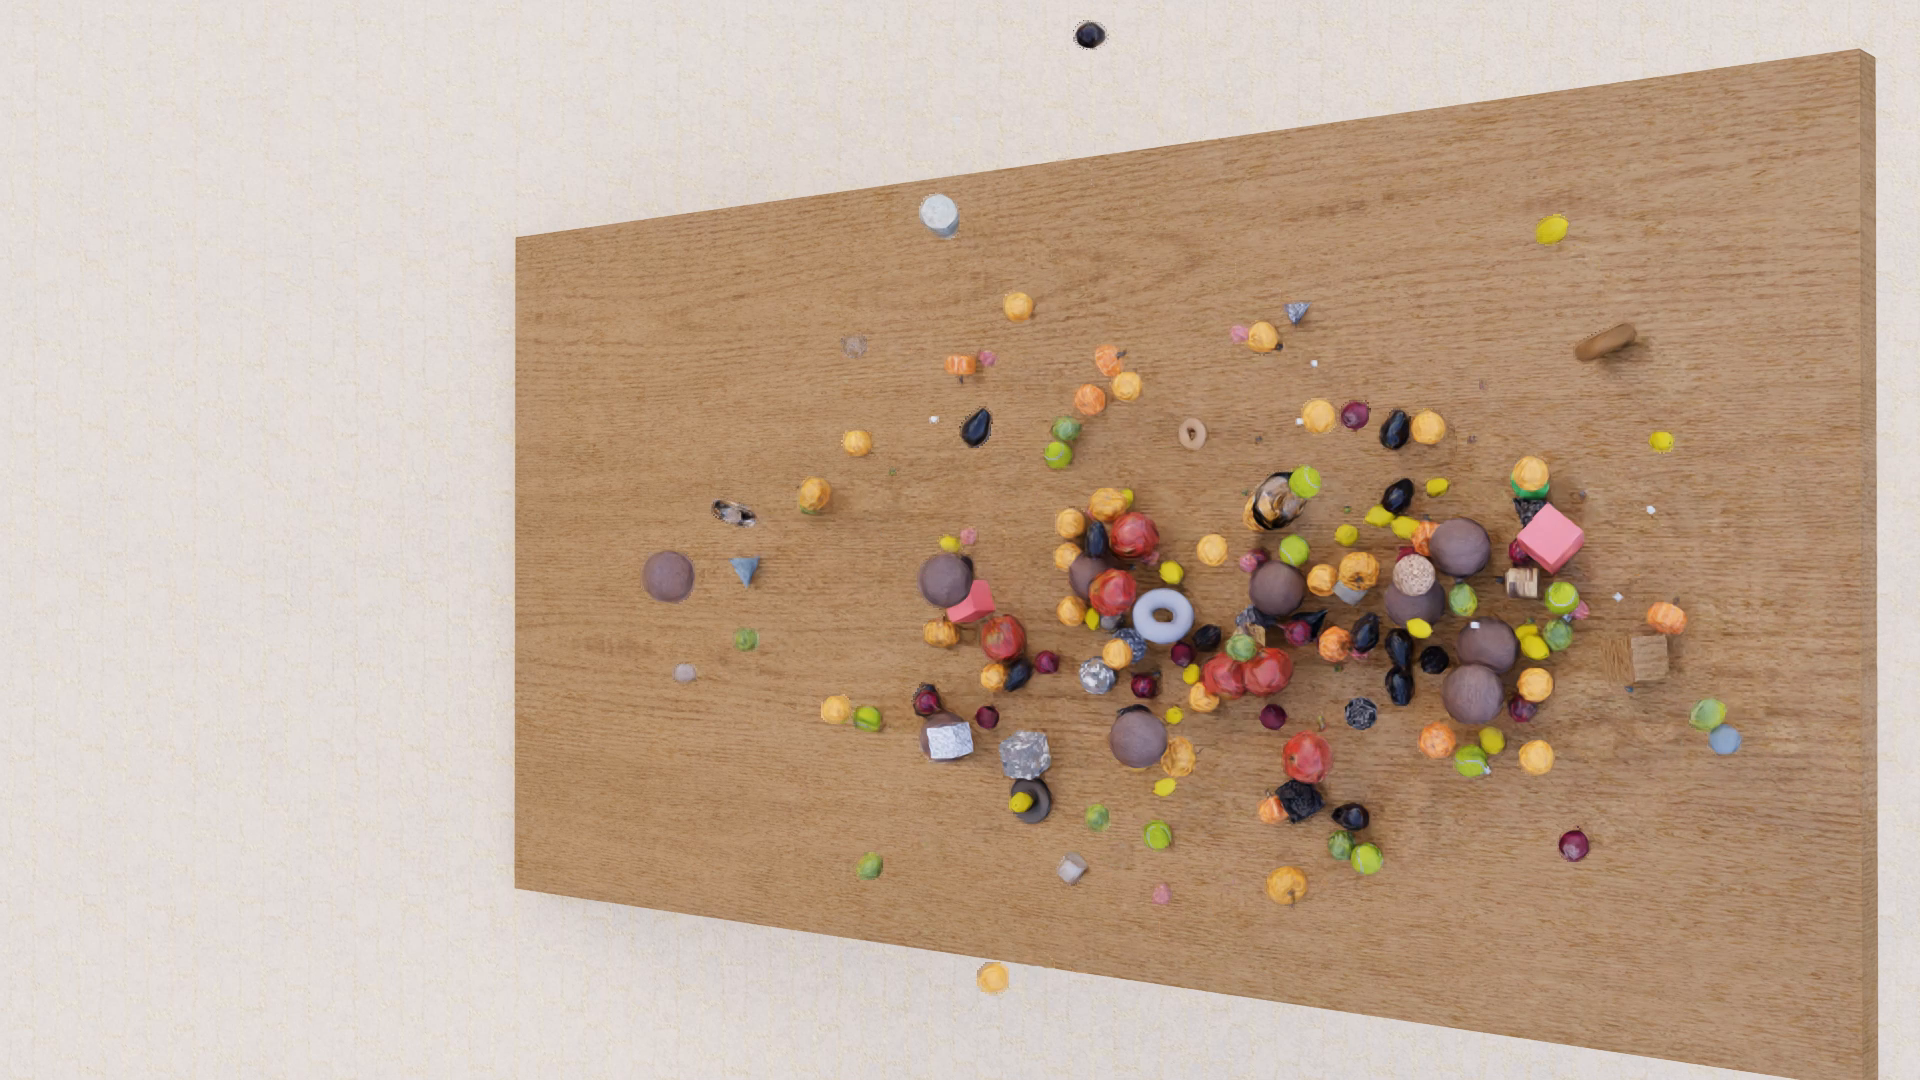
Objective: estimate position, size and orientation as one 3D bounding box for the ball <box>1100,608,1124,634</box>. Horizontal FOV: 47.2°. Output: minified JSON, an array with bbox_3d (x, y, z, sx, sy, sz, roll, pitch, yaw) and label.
[{"bbox_3d":[0.366,0.196,5.300,0.060,0.060,0.060,0,90,0],"label":"ball"}]

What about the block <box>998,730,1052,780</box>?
[{"bbox_3d":[0.161,0.529,5.408,0.084,0.084,0.084,3,113,40],"label":"block"}]

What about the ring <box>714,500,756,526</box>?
[{"bbox_3d":[-0.622,-0.073,6.066,0.123,0.123,0.041,23,98,0],"label":"ring"}]

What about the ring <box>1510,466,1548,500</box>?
[{"bbox_3d":[1.197,-0.119,4.624,0.083,0.083,0.028,49,55,0],"label":"ring"}]

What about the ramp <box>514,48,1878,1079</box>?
[{"bbox_3d":[0.214,0.062,5.529,4.000,0.100,2.000,0,90,39],"label":"ramp"}]

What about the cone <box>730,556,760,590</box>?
[{"bbox_3d":[-0.591,0.094,6.065,0.087,0.087,0.087,-4,91,0],"label":"cone"}]

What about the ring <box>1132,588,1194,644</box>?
[{"bbox_3d":[0.475,0.177,5.143,0.146,0.049,0.146,-1,55,2],"label":"ring"}]

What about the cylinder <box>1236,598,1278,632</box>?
[{"bbox_3d":[0.679,0.181,5.030,0.069,0.069,0.069,18,50,-23],"label":"cylinder"}]

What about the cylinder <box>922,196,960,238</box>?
[{"bbox_3d":[-0.047,-0.804,5.470,0.086,0.086,0.086,-1,82,6],"label":"cylinder"}]

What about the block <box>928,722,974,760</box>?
[{"bbox_3d":[-0.023,0.493,5.413,0.076,0.076,0.076,-8,90,33],"label":"block"}]

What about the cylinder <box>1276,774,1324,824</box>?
[{"bbox_3d":[0.764,0.581,4.942,0.083,0.083,0.083,-23,68,0],"label":"cylinder"}]

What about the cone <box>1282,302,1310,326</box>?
[{"bbox_3d":[0.773,-0.525,4.989,0.059,0.059,0.059,-31,90,14],"label":"cone"}]

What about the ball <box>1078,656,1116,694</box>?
[{"bbox_3d":[0.332,0.328,5.307,0.092,0.092,0.092,0,90,0],"label":"ball"}]

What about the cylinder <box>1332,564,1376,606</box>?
[{"bbox_3d":[0.873,0.100,4.878,0.069,0.069,0.069,34,108,0],"label":"cylinder"}]

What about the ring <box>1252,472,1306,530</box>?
[{"bbox_3d":[0.717,-0.088,4.934,0.143,0.048,0.143,-18,126,-27],"label":"ring"}]

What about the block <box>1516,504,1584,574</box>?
[{"bbox_3d":[1.222,-0.001,4.549,0.094,0.094,0.094,43,91,22],"label":"block"}]

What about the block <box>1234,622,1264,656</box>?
[{"bbox_3d":[0.656,0.225,4.991,0.051,0.051,0.051,17,50,-15],"label":"block"}]

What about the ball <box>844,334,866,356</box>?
[{"bbox_3d":[-0.281,-0.517,5.834,0.058,0.058,0.058,0,90,0],"label":"ball"}]

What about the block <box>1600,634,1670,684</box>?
[{"bbox_3d":[1.365,0.240,4.446,0.090,0.090,0.090,-3,85,-25],"label":"block"}]

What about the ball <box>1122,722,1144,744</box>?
[{"bbox_3d":[0.416,0.463,5.264,0.051,0.051,0.051,0,90,0],"label":"ball"}]

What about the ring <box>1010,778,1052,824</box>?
[{"bbox_3d":[0.175,0.644,5.466,0.121,0.040,0.121,3,95,42],"label":"ring"}]

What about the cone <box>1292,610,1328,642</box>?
[{"bbox_3d":[0.798,0.178,4.935,0.076,0.076,0.076,49,126,0],"label":"cone"}]

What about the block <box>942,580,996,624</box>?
[{"bbox_3d":[0.022,0.155,5.566,0.085,0.085,0.085,-28,72,36],"label":"block"}]

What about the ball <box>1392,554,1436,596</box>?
[{"bbox_3d":[0.955,0.074,4.625,0.088,0.088,0.088,0,90,0],"label":"ball"}]

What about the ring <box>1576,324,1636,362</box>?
[{"bbox_3d":[1.317,-0.402,4.487,0.128,0.128,0.043,-25,88,0],"label":"ring"}]

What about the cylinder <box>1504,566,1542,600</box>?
[{"bbox_3d":[1.183,0.090,4.622,0.063,0.063,0.063,7,90,31],"label":"cylinder"}]

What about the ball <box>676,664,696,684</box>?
[{"bbox_3d":[-0.779,0.380,6.237,0.056,0.056,0.056,0,90,0],"label":"ball"}]

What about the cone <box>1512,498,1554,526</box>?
[{"bbox_3d":[1.189,-0.067,4.624,0.083,0.083,0.083,-46,49,0],"label":"cone"}]

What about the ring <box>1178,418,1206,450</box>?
[{"bbox_3d":[0.547,-0.249,5.178,0.077,0.026,0.077,1,91,43],"label":"ring"}]

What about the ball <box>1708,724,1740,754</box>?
[{"bbox_3d":[1.515,0.395,4.361,0.061,0.061,0.061,0,90,0],"label":"ball"}]

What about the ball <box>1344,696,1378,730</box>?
[{"bbox_3d":[0.867,0.375,4.752,0.071,0.071,0.071,0,90,0],"label":"ball"}]

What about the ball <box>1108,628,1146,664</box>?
[{"bbox_3d":[0.401,0.253,5.253,0.090,0.090,0.090,0,90,0],"label":"ball"}]
